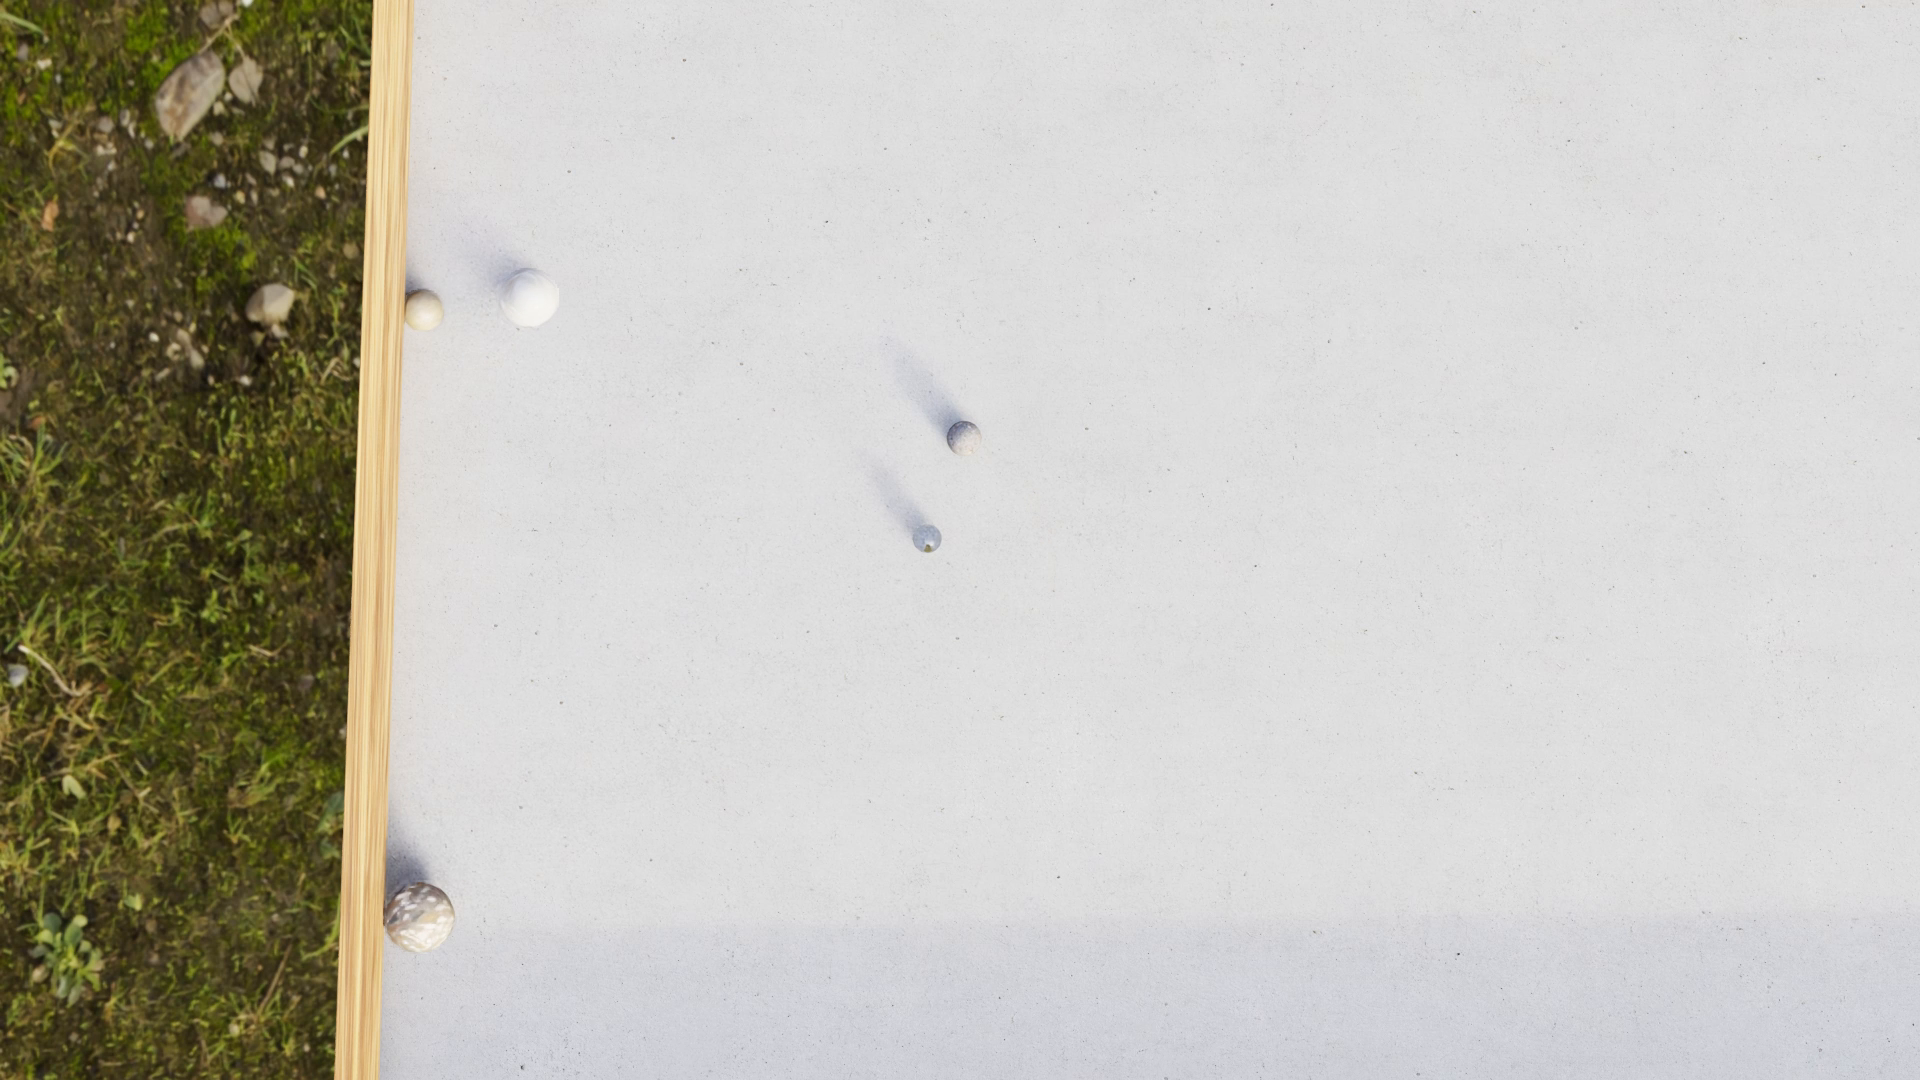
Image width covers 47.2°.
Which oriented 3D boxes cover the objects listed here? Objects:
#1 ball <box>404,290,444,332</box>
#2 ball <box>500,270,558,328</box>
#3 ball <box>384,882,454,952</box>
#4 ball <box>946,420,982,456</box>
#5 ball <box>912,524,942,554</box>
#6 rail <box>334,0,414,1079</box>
[{"bbox_3d":[-0.817,-0.348,3.348,0.062,0.062,0.062,0,80,0],"label":"ball"},{"bbox_3d":[-0.655,-0.366,3.339,0.086,0.086,0.086,0,80,0],"label":"ball"},{"bbox_3d":[-0.780,0.545,3.173,0.098,0.098,0.098,0,80,0],"label":"ball"},{"bbox_3d":[0.006,-0.153,3.318,0.053,0.053,0.053,0,80,0],"label":"ball"},{"bbox_3d":[-0.049,-0.002,3.296,0.044,0.044,0.044,0,80,0],"label":"ball"},{"bbox_3d":[-0.856,0.004,3.252,0.045,0.128,1.970,-1,80,0],"label":"rail"}]
